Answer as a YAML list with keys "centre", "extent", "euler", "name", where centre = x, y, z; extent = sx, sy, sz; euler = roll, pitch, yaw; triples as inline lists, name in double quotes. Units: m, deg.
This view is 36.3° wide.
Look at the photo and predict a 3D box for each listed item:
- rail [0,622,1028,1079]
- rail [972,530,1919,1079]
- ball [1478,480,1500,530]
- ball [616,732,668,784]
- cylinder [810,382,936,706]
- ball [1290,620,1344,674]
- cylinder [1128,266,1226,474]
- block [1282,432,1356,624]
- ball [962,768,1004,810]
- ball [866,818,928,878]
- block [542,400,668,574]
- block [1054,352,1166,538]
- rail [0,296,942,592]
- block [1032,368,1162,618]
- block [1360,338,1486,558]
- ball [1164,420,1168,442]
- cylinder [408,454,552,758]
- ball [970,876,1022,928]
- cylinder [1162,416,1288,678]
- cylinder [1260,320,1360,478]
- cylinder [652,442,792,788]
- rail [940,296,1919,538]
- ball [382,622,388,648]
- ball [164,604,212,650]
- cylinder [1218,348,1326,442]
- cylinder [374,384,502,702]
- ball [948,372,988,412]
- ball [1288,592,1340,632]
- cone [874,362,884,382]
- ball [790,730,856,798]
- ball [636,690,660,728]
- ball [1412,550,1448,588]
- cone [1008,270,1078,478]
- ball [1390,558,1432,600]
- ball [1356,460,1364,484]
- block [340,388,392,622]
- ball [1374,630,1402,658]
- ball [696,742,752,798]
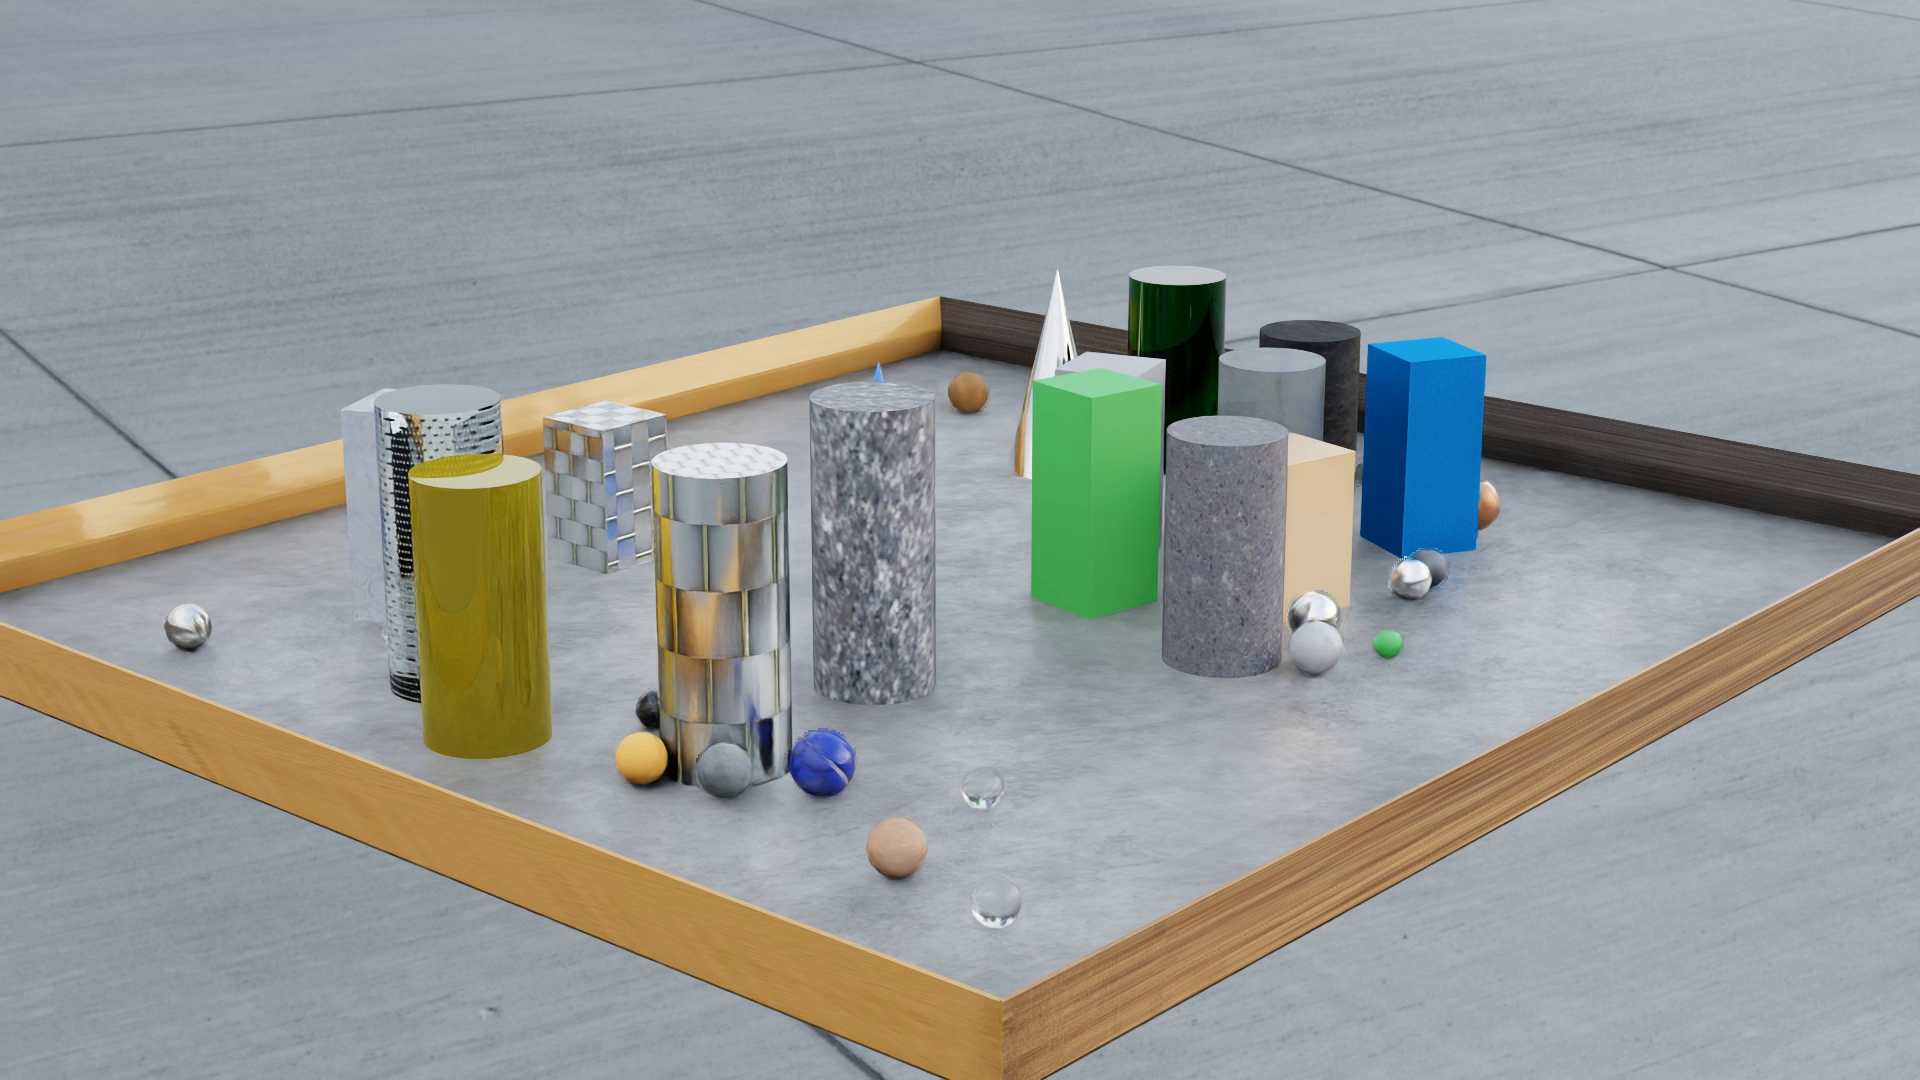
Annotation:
- centre: [-0.900, 0.331, 4.128]
  extent: [2.551, 0.127, 0.045]
  euler: [14, 22, 39]
  name: "rail"
- centre: [0.945, 0.269, 4.334]
  extent: [0.045, 0.127, 2.793]
  euler: [14, 22, 39]
  name: "rail"
- centre: [0.960, -0.066, 5.473]
  extent: [0.097, 0.097, 0.097]
  euler: [0, 17, 0]
  name: "ball"
- centre: [-0.463, 0.318, 4.264]
  extent: [0.076, 0.076, 0.076]
  euler: [0, 17, 0]
  name: "ball"
- centre: [-0.136, 0.004, 4.616]
  extent: [0.195, 0.473, 0.195]
  euler: [0, 17, 0]
  name: "cylinder"
- centre: [0.574, 0.174, 4.723]
  extent: [0.086, 0.086, 0.086]
  euler: [0, 17, 0]
  name: "ball"
- centre: [0.435, -0.344, 5.918]
  extent: [0.195, 0.387, 0.195]
  euler: [0, 17, 0]
  name: "cylinder"
- centre: [0.564, -0.023, 5.044]
  extent: [0.156, 0.277, 0.156]
  euler: [-12, 21, -35]
  name: "block"
- centre: [0.032, 0.353, 4.172]
  extent: [0.061, 0.061, 0.061]
  euler: [0, 17, 0]
  name: "ball"
- centre: [-0.085, 0.413, 3.936]
  extent: [0.081, 0.081, 0.081]
  euler: [0, 17, 0]
  name: "ball"
- centre: [-0.639, -0.097, 5.311]
  extent: [0.156, 0.265, 0.156]
  euler: [14, 21, 38]
  name: "block"
- centre: [0.274, -0.158, 5.385]
  extent: [0.156, 0.338, 0.156]
  euler: [7, 18, 23]
  name: "block"
- centre: [-0.945, -0.205, 5.906]
  extent: [0.045, 0.127, 2.793]
  euler: [14, 22, 39]
  name: "rail"
- centre: [0.234, -0.083, 5.051]
  extent: [0.156, 0.388, 0.156]
  euler: [-13, 21, -36]
  name: "block"
- centre: [0.848, -0.170, 5.378]
  extent: [0.156, 0.367, 0.156]
  euler: [-6, 18, -20]
  name: "block"
- centre: [0.404, -0.227, 6.092]
  extent: [0.064, 0.064, 0.064]
  euler: [0, 17, 0]
  name: "ball"
- centre: [-0.718, 0.098, 4.400]
  extent: [0.195, 0.418, 0.195]
  euler: [0, 17, 0]
  name: "cylinder"
- centre: [0.047, 0.467, 3.783]
  extent: [0.067, 0.067, 0.067]
  euler: [0, 17, 0]
  name: "ball"
- centre: [0.428, 0.009, 4.750]
  extent: [0.195, 0.385, 0.195]
  euler: [0, 17, 0]
  name: "cylinder"
- centre: [0.678, -0.250, 5.719]
  extent: [0.195, 0.323, 0.195]
  euler: [0, 17, 0]
  name: "cylinder"
- centre: [-0.345, 0.109, 4.277]
  extent: [0.195, 0.467, 0.195]
  euler: [0, 17, 0]
  name: "cylinder"
- centre: [0.900, -0.268, 6.113]
  extent: [2.551, 0.127, 0.045]
  euler: [14, 22, 39]
  name: "rail"
- centre: [-0.899, 0.152, 4.793]
  extent: [0.088, 0.088, 0.088]
  euler: [0, 17, 0]
  name: "ball"
- centre: [-1.275, 0.143, 4.844]
  extent: [0.076, 0.076, 0.076]
  euler: [0, 17, 0]
  name: "ball"
- centre: [0.570, -0.165, 5.402]
  extent: [0.195, 0.343, 0.195]
  euler: [0, 17, 0]
  name: "cylinder"
- centre: [-0.811, 0.006, 4.619]
  extent: [0.195, 0.468, 0.195]
  euler: [0, 17, 0]
  name: "cylinder"
- centre: [0.017, -0.321, 6.359]
  extent: [0.088, 0.088, 0.088]
  euler: [0, 17, 0]
  name: "ball"
- centre: [0.588, 0.128, 4.876]
  extent: [0.085, 0.085, 0.085]
  euler: [0, 17, 0]
  name: "ball"
- centre: [-0.141, -0.119, 5.146]
  extent: [0.195, 0.403, 0.195]
  euler: [0, 17, 0]
  name: "cone"
- centre: [-0.198, 0.322, 4.216]
  extent: [0.095, 0.095, 0.095]
  euler: [0, 17, 0]
  name: "ball"
- centre: [-0.468, 0.259, 4.490]
  extent: [0.058, 0.058, 0.058]
  euler: [0, 17, 0]
  name: "ball"
- centre: [0.825, 0.050, 5.166]
  extent: [0.067, 0.067, 0.067]
  euler: [0, 17, 0]
  name: "ball"
- centre: [0.193, -0.342, 5.874]
  extent: [0.195, 0.409, 0.195]
  euler: [0, 17, 0]
  name: "cone"
- centre: [0.783, 0.069, 5.095]
  extent: [0.072, 0.072, 0.072]
  euler: [0, 17, 0]
  name: "ball"
- centre: [0.800, -0.133, 5.766]
  extent: [0.049, 0.049, 0.049]
  euler: [0, 17, 0]
  name: "ball"
- centre: [-0.937, -0.056, 4.997]
  extent: [0.156, 0.368, 0.156]
  euler: [5, 17, 16]
  name: "block"
- centre: [0.701, 0.170, 4.802]
  extent: [0.047, 0.047, 0.047]
  euler: [0, 17, 0]
  name: "ball"
- centre: [-0.337, 0.330, 4.200]
  extent: [0.080, 0.080, 0.080]
  euler: [0, 17, 0]
  name: "ball"
